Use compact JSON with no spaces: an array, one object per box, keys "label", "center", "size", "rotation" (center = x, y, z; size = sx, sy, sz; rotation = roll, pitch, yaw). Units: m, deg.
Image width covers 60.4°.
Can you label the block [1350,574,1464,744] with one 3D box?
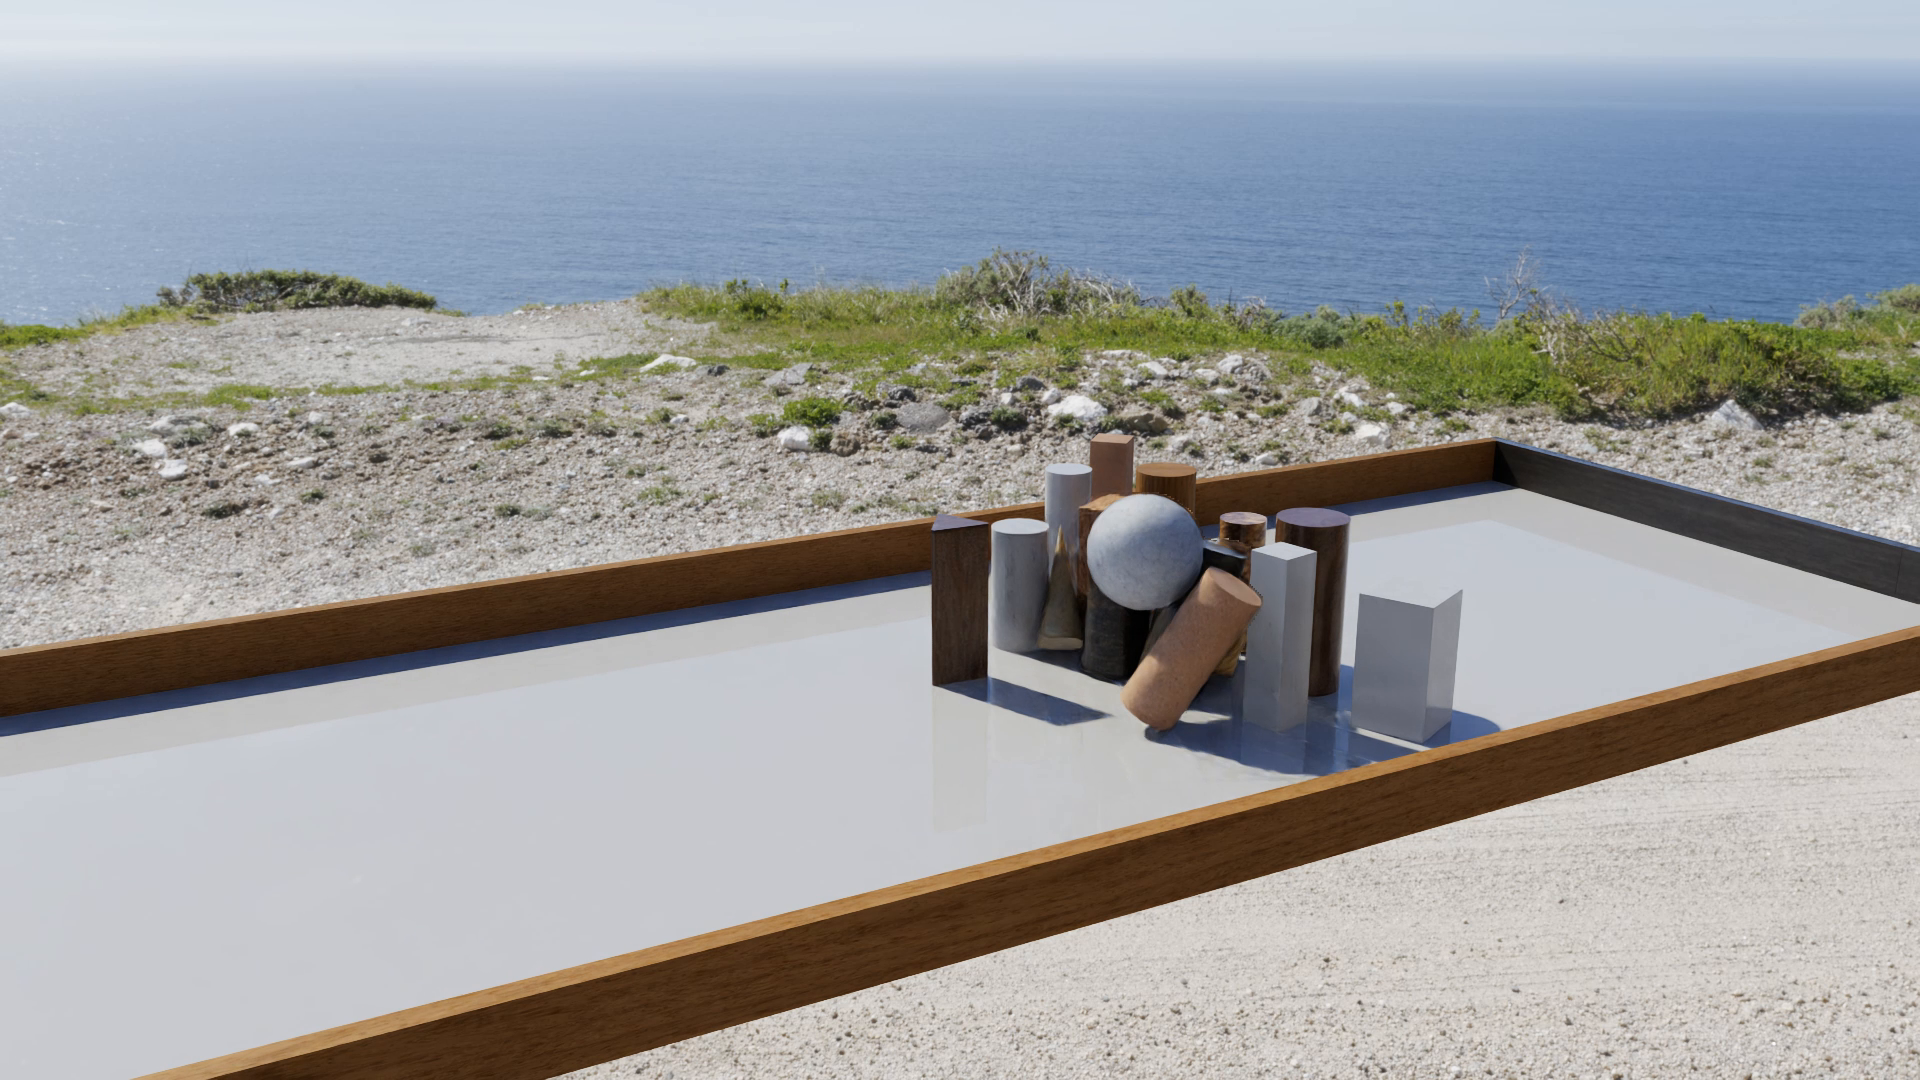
[{"label":"block","center":[1.040,0.274,3.845],"size":[0.177,0.326,0.177],"rotation":[12,20,35]}]

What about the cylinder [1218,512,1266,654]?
[{"label":"cylinder","center":[0.738,0.112,4.346],"size":[0.121,0.353,0.121],"rotation":[0,16,0]}]

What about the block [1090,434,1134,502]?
[{"label":"block","center":[0.438,-0.075,4.807],"size":[0.105,0.453,0.105],"rotation":[5,17,17]}]

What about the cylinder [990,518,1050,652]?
[{"label":"cylinder","center":[0.158,0.119,4.377],"size":[0.154,0.323,0.154],"rotation":[0,16,0]}]

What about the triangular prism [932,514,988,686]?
[{"label":"triangular prism","center":[-0.025,0.144,4.148],"size":[0.151,0.404,0.131],"rotation":[-7,18,-23]}]

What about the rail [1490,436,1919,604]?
[{"label":"rail","center":[2.466,-0.048,5.253],"size":[0.050,0.150,2.100],"rotation":[-9,18,-27]}]

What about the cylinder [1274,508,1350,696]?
[{"label":"cylinder","center":[0.859,0.152,4.069],"size":[0.178,0.433,0.178],"rotation":[0,16,0]}]

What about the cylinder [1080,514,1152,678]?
[{"label":"cylinder","center":[0.407,0.138,4.170],"size":[0.165,0.391,0.165],"rotation":[5,15,-1]}]

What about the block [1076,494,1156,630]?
[{"label":"block","center":[0.430,0.092,4.359],"size":[0.178,0.381,0.178],"rotation":[9,18,29]}]

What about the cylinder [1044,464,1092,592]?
[{"label":"cylinder","center":[0.298,0.007,4.582],"size":[0.129,0.422,0.129],"rotation":[0,16,0]}]

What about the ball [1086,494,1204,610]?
[{"label":"ball","center":[0.435,0.028,3.889],"size":[0.276,0.276,0.276],"rotation":[0,16,0]}]

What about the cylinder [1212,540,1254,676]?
[{"label":"cylinder","center":[0.672,0.171,4.165],"size":[0.125,0.320,0.125],"rotation":[14,7,-2]}]

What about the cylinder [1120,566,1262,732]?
[{"label":"cylinder","center":[0.529,0.252,3.802],"size":[0.147,0.369,0.147],"rotation":[29,19,-11]}]

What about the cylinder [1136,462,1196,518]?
[{"label":"cylinder","center":[0.567,0.006,4.593],"size":[0.165,0.417,0.165],"rotation":[0,16,0]}]

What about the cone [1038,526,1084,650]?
[{"label":"cone","center":[0.267,0.114,4.355],"size":[0.128,0.331,0.128],"rotation":[1,-19,0]}]

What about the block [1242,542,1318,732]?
[{"label":"block","center":[0.744,0.226,3.844],"size":[0.105,0.419,0.105],"rotation":[-13,21,-38]}]

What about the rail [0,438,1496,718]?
[{"label":"rail","center":[-3.305,0.497,3.399],"size":[12.000,0.150,0.050],"rotation":[-9,18,-27]}]

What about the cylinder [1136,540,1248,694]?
[{"label":"cylinder","center":[0.568,0.182,4.049],"size":[0.171,0.350,0.171],"rotation":[17,9,-3]}]

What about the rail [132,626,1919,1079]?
[{"label":"rail","center":[-2.336,1.006,1.665],"size":[12.000,0.150,0.050],"rotation":[-9,18,-27]}]
